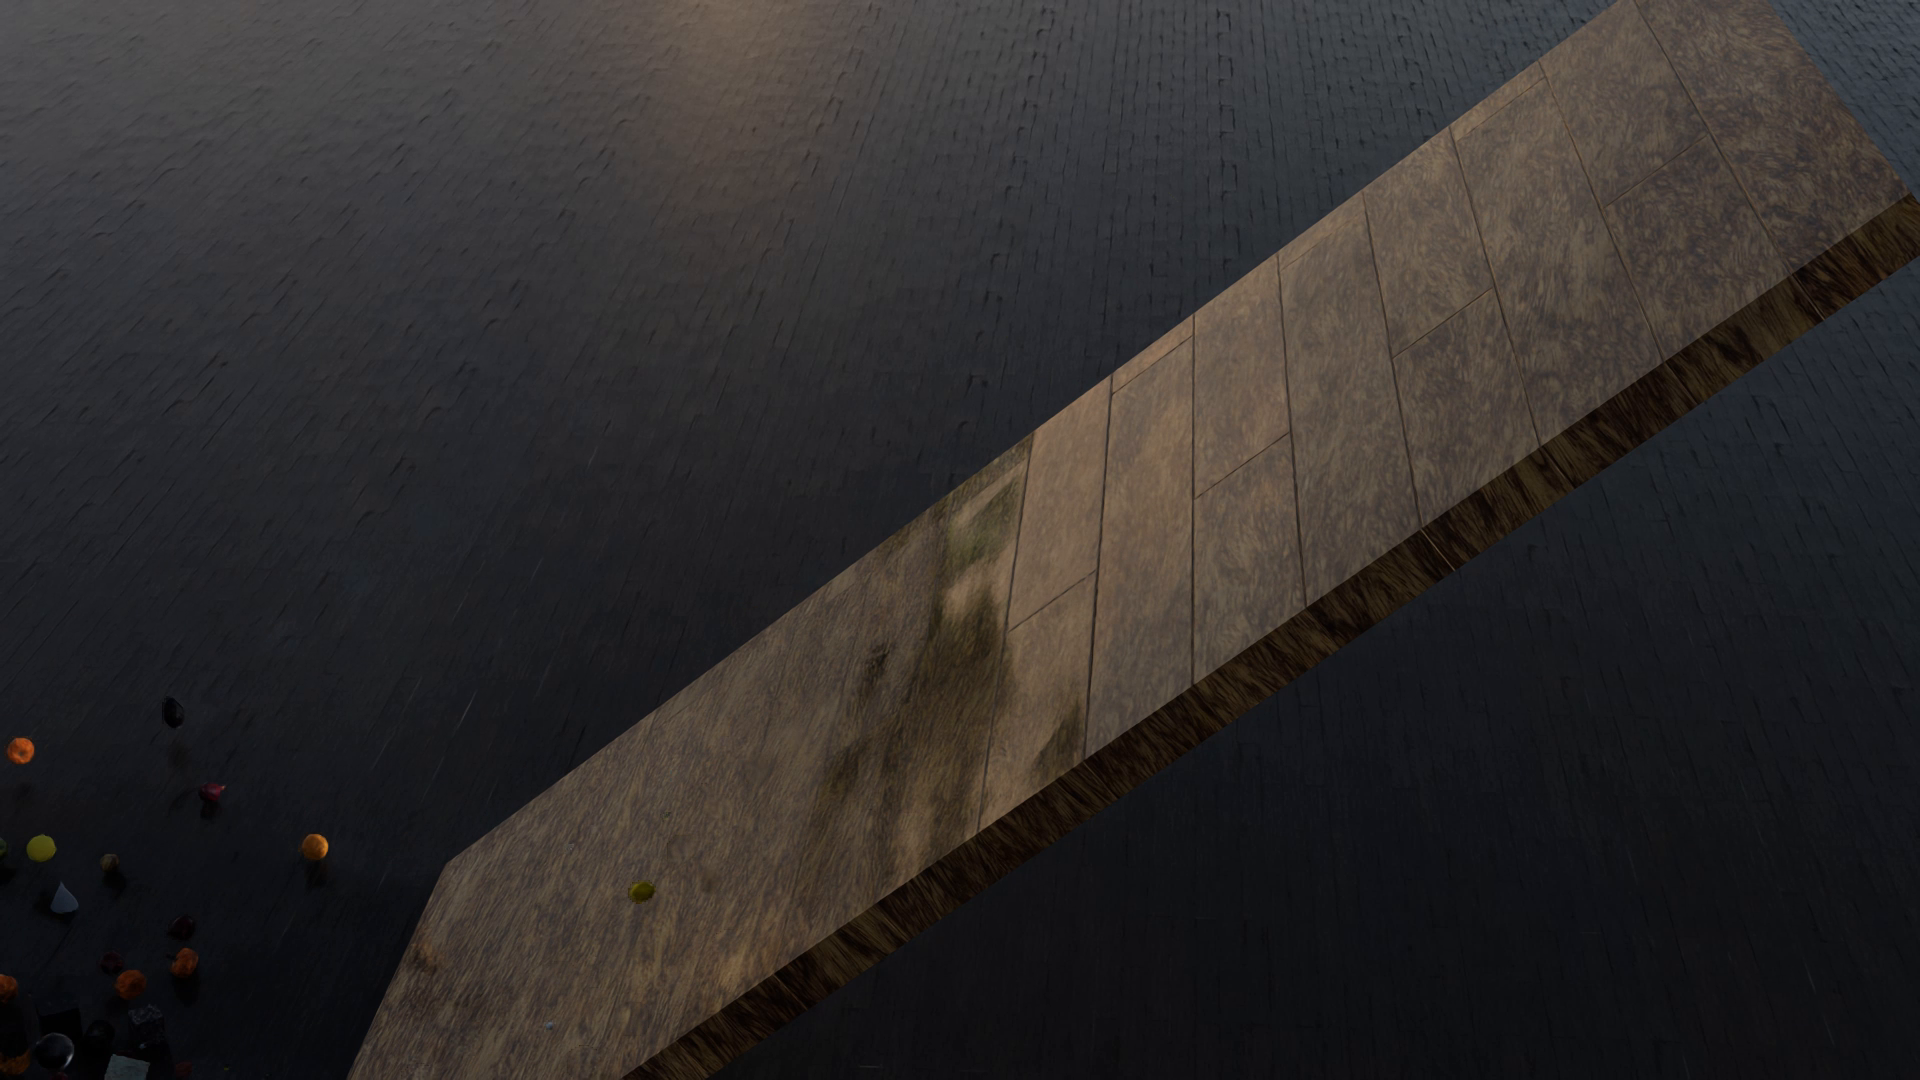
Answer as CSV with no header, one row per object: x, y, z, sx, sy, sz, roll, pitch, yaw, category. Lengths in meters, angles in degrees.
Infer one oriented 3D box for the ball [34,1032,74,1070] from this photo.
-2.187,1.235,7.103,0.092,0.092,0.092,0,24,0,ball

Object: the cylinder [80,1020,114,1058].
-2.104,1.217,7.176,0.065,0.065,0.065,0,24,1,cylinder

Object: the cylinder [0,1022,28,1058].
-2.254,1.189,7.000,0.065,0.065,0.065,-10,16,-21,cylinder

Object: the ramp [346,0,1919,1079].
0.120,0.186,6.343,4.000,0.100,2.000,-36,16,18,ramp

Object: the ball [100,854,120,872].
-2.303,0.875,7.970,0.051,0.051,0.051,0,24,0,ball

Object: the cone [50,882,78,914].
-2.379,0.938,7.797,0.074,0.074,0.074,0,24,0,cone

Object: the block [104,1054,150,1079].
-1.969,1.283,6.924,0.091,0.091,0.091,15,28,-11,block

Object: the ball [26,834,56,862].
-2.475,0.832,7.921,0.075,0.075,0.075,0,24,0,ball

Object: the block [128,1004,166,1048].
-1.998,1.194,7.225,0.069,0.069,0.069,-14,27,-28,block

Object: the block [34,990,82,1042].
-2.217,1.178,7.234,0.091,0.091,0.091,-11,26,-24,block
